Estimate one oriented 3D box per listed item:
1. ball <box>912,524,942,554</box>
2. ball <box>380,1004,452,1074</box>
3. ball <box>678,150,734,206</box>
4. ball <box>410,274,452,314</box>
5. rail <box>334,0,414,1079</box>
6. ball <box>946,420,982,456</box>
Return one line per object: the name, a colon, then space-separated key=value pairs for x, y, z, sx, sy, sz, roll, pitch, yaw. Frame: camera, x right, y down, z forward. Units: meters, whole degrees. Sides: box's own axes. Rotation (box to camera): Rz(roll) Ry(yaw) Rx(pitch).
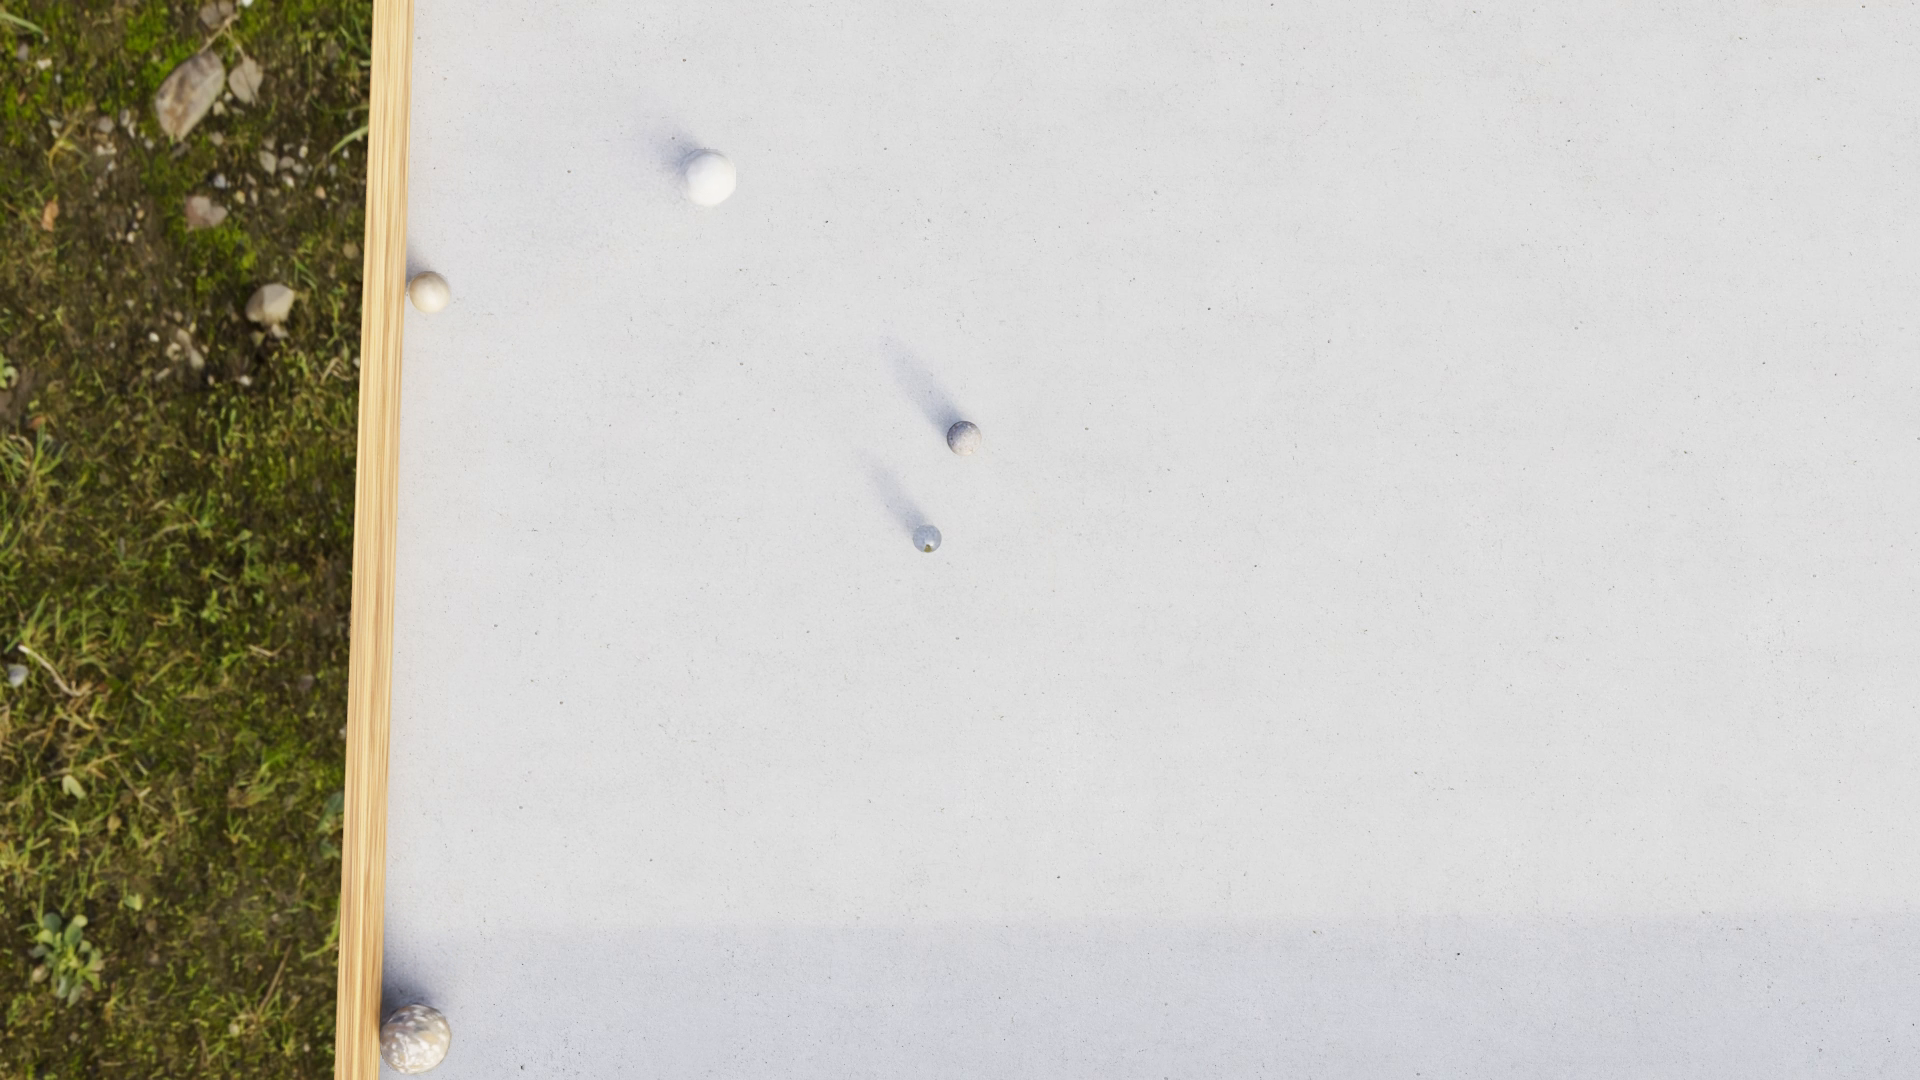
ball: x=-0.049 y=-0.002 z=3.296 sx=0.044 sy=0.044 sz=0.044 roll=0 pitch=80 yaw=0
ball: x=-0.778 y=0.713 z=3.144 sx=0.098 sy=0.098 sz=0.098 roll=0 pitch=80 yaw=0
ball: x=-0.388 y=-0.555 z=3.372 sx=0.086 sy=0.086 sz=0.086 roll=0 pitch=80 yaw=0
ball: x=-0.808 y=-0.376 z=3.352 sx=0.062 sy=0.062 sz=0.062 roll=0 pitch=80 yaw=0
rail: x=-0.856 y=0.004 z=3.252 sx=0.045 sy=0.128 sz=1.970 roll=-1 pitch=80 yaw=0
ball: x=0.006 y=-0.153 z=3.318 sx=0.053 sy=0.053 sz=0.053 roll=0 pitch=80 yaw=0
